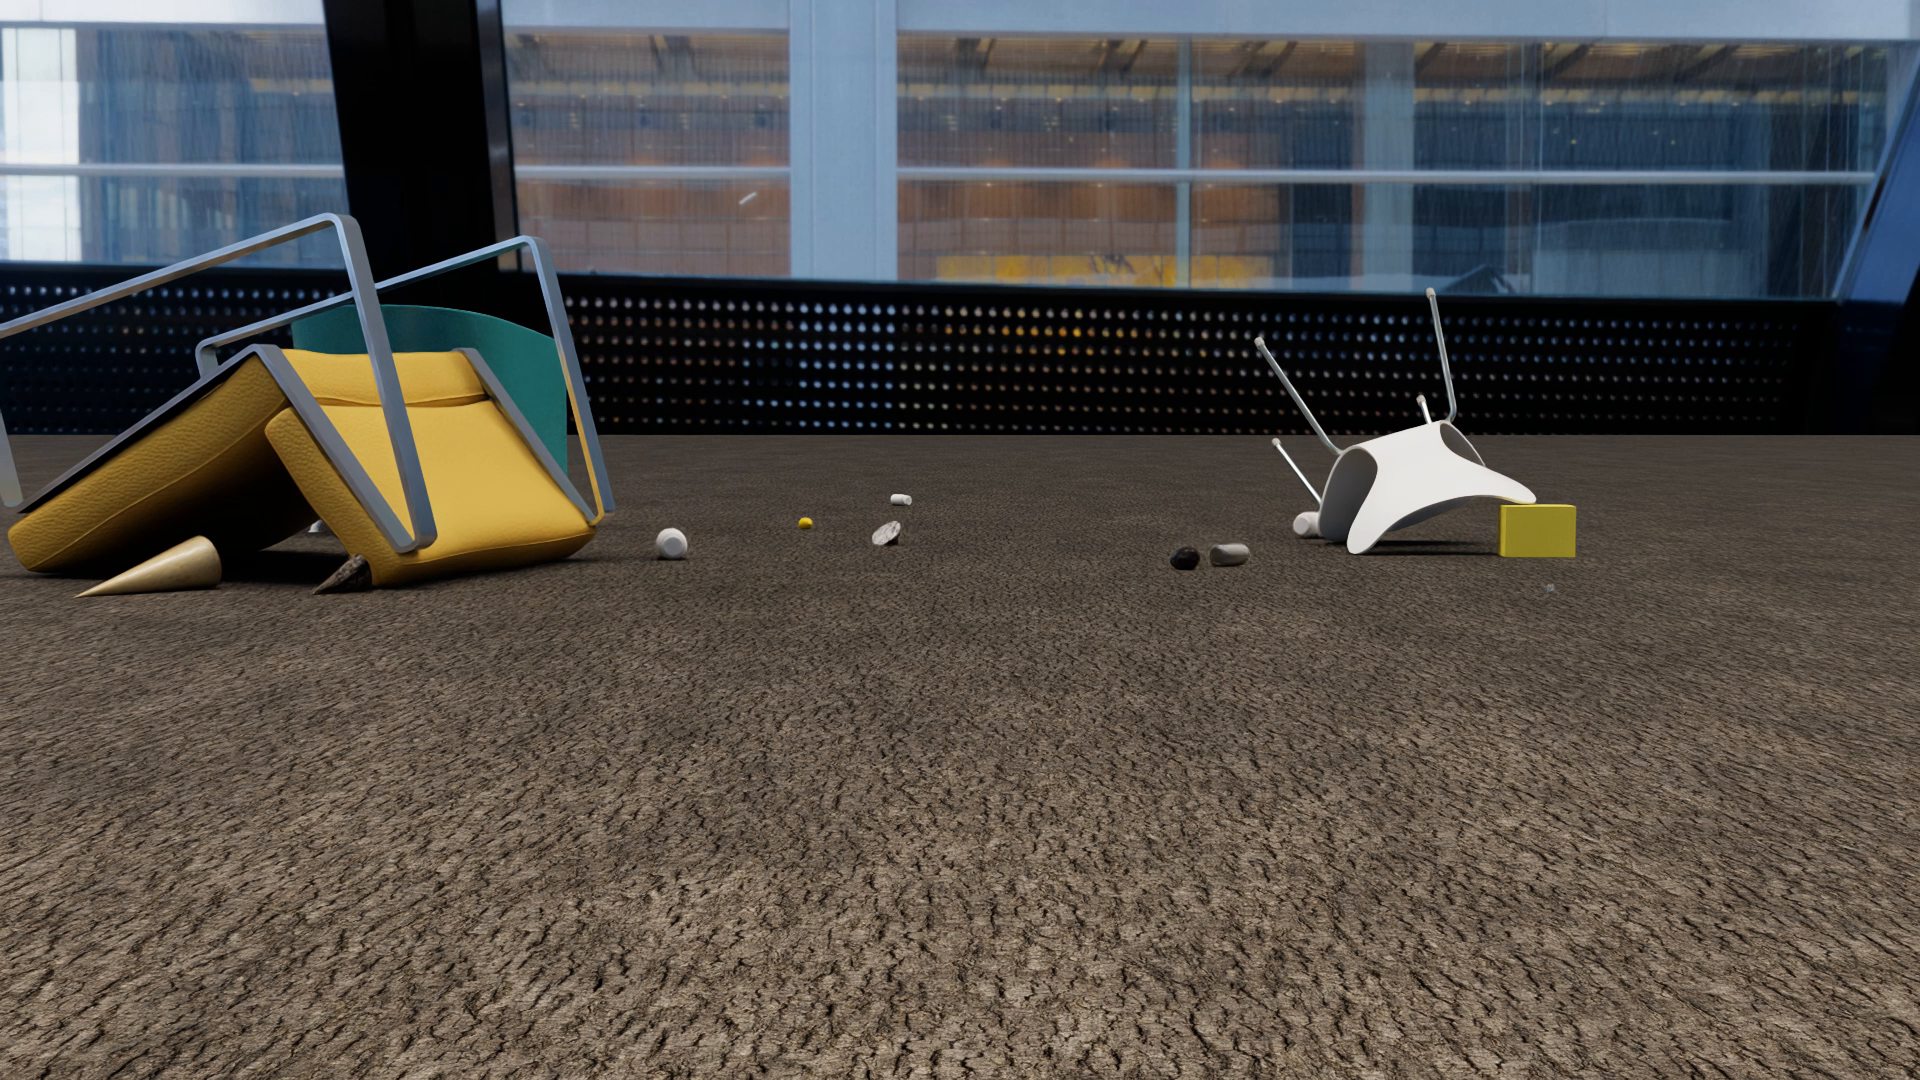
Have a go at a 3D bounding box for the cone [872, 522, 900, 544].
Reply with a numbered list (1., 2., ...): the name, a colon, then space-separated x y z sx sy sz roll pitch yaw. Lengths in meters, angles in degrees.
1. cone: -0.196 -0.003 6.354 0.111 0.078 0.054 -17 -47 39

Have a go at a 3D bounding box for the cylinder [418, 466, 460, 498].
1. cylinder: -2.135 -0.238 9.013 0.117 0.104 0.167 -4 -37 -45

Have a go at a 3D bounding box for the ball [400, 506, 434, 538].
1. ball: -1.642 -0.056 6.648 0.099 0.099 0.099 0 4 0

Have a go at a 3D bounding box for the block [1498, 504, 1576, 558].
1. block: 1.553 -0.025 5.923 0.186 0.135 0.101 0 4 3

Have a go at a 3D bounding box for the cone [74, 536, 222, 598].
1. cone: -1.807 0.086 4.849 0.128 0.122 0.325 15 23 36
